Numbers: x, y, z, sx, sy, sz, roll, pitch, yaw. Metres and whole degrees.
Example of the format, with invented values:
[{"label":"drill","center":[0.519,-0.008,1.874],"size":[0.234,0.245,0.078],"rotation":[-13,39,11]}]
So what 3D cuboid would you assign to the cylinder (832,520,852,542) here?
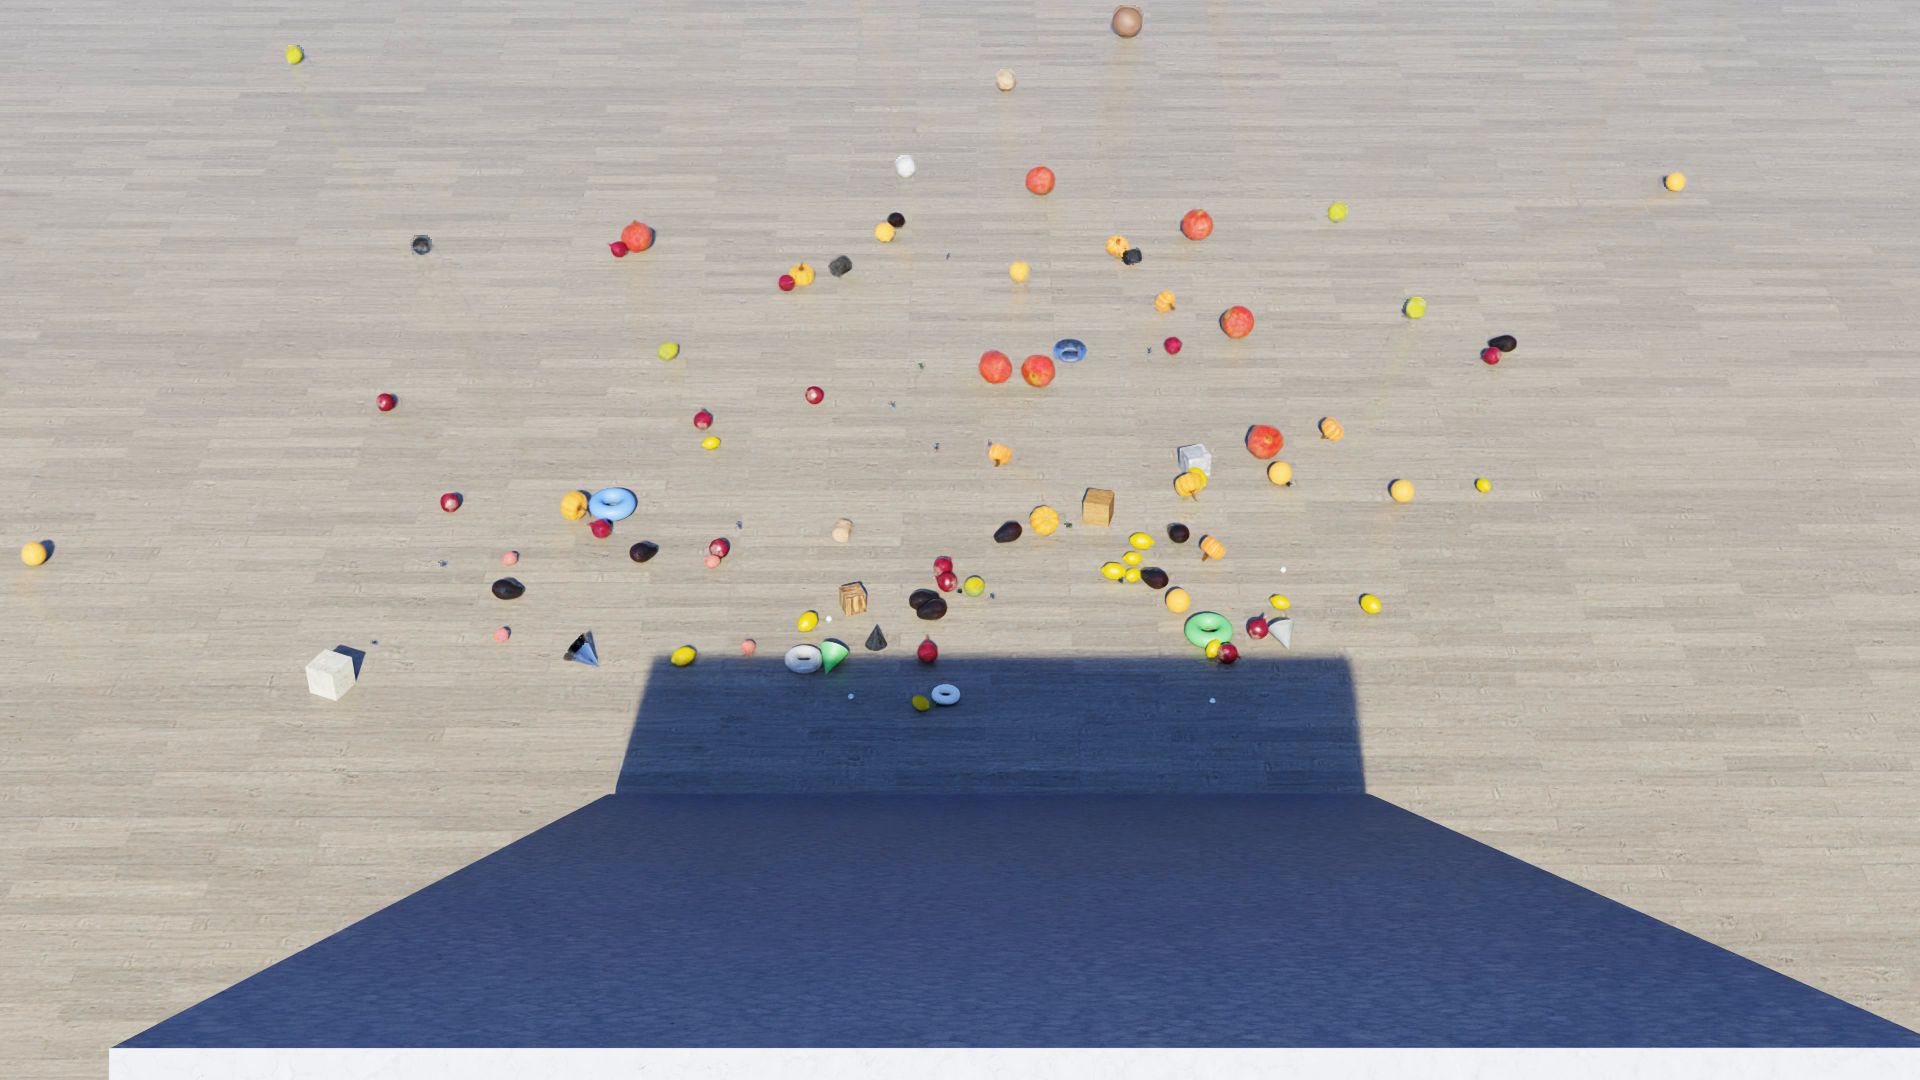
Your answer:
[{"label":"cylinder","center":[-0.357,-0.028,7.922],"size":[0.050,0.050,0.050],"rotation":[6,35,9]}]

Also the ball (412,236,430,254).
[{"label":"ball","center":[-1.954,-1.067,9.417],"size":[0.066,0.066,0.066],"rotation":[0,35,0]}]

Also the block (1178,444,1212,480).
[{"label":"block","center":[0.744,-0.249,8.222],"size":[0.074,0.074,0.074],"rotation":[-12,36,-16]}]

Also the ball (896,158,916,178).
[{"label":"ball","center":[-0.207,-1.425,9.929],"size":[0.075,0.075,0.075],"rotation":[0,35,0]}]

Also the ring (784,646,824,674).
[{"label":"ring","center":[-0.444,0.340,7.400],"size":[0.110,0.037,0.110],"rotation":[1,34,-1]}]

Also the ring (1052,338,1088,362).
[{"label":"ring","center":[0.374,-0.644,8.826],"size":[0.119,0.040,0.119],"rotation":[0,36,0]}]

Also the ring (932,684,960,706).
[{"label":"ring","center":[-0.040,0.433,7.274],"size":[0.081,0.027,0.081],"rotation":[0,33,0]}]

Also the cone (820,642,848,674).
[{"label":"cone","center":[-0.370,0.348,7.388],"size":[0.085,0.085,0.085],"rotation":[11,63,15]}]

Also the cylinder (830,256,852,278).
[{"label":"cylinder","center":[-0.428,-0.979,9.296],"size":[0.058,0.058,0.058],"rotation":[25,43,31]}]

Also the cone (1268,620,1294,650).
[{"label":"cone","center":[0.936,0.283,7.483],"size":[0.079,0.079,0.079],"rotation":[-8,62,-12]}]

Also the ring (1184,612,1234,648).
[{"label":"ring","center":[0.720,0.262,7.506],"size":[0.140,0.047,0.140],"rotation":[-1,35,1]}]

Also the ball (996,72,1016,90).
[{"label":"ball","center":[0.186,-1.869,10.569],"size":[0.079,0.079,0.079],"rotation":[0,35,0]}]

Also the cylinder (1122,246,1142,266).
[{"label":"cylinder","center":[0.621,-1.023,9.365],"size":[0.052,0.052,0.052],"rotation":[-32,44,-18]}]

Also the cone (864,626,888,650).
[{"label":"cone","center":[-0.242,0.273,7.472],"size":[0.065,0.065,0.065],"rotation":[0,35,0]}]

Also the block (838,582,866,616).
[{"label":"block","center":[-0.315,0.174,7.618],"size":[0.062,0.062,0.062],"rotation":[-12,36,-17]}]

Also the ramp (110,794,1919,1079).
[{"label":"ramp","center":[0.076,0.659,4.816],"size":[2.000,0.100,4.000],"rotation":[0,-2,0]}]

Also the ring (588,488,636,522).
[{"label":"ring","center":[-1.077,-0.111,8.045],"size":[0.146,0.049,0.146],"rotation":[0,36,0]}]

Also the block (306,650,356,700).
[{"label":"block","center":[-1.768,0.379,7.296],"size":[0.091,0.091,0.091],"rotation":[15,37,20]}]

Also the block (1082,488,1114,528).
[{"label":"block","center":[0.427,-0.099,8.000],"size":[0.080,0.080,0.080],"rotation":[9,35,12]}]

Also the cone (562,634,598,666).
[{"label":"cone","center":[-1.064,0.333,7.404],"size":[0.096,0.096,0.096],"rotation":[37,43,5]}]
